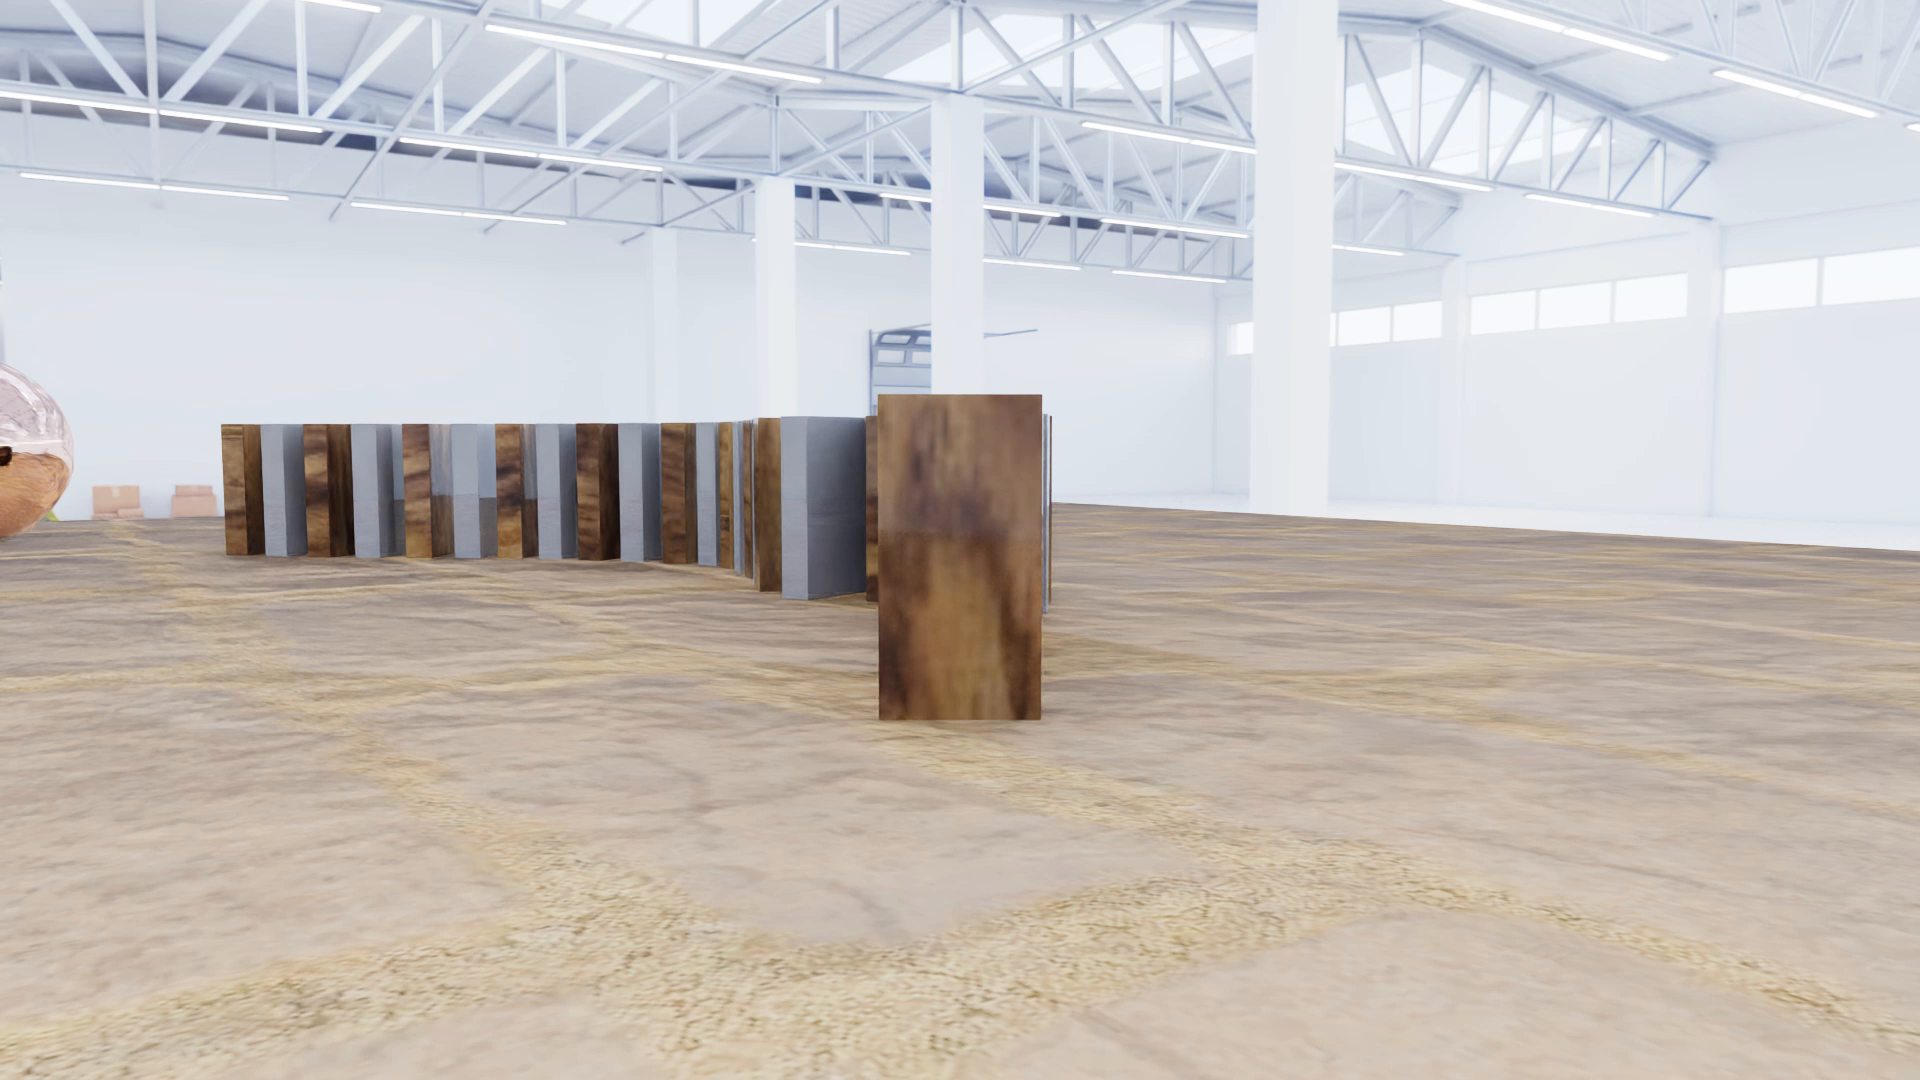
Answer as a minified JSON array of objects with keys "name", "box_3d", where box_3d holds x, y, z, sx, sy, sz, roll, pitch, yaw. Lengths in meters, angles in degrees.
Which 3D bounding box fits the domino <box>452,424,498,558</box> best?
[{"name":"domino","box_3d":[-0.184,-0.019,0.489,0.009,0.050,0.025,0,4,0]}]

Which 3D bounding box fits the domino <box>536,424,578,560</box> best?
[{"name":"domino","box_3d":[-0.148,-0.019,0.485,0.009,0.050,0.025,1,4,16]}]

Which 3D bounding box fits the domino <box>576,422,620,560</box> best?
[{"name":"domino","box_3d":[-0.131,-0.018,0.479,0.010,0.050,0.025,2,5,21]}]

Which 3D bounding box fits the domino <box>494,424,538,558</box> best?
[{"name":"domino","box_3d":[-0.166,-0.019,0.489,0.009,0.050,0.025,1,4,8]}]

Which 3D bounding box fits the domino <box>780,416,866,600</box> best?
[{"name":"domino","box_3d":[-0.038,-0.009,0.360,0.009,0.050,0.025,3,5,36]}]

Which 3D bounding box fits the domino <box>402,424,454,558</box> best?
[{"name":"domino","box_3d":[-0.202,-0.019,0.489,0.010,0.050,0.025,0,4,-1]}]

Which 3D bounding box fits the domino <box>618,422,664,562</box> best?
[{"name":"domino","box_3d":[-0.114,-0.018,0.472,0.009,0.050,0.025,2,5,19]}]

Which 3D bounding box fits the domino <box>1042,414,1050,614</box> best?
[{"name":"domino","box_3d":[0.010,-0.007,0.327,0.025,0.050,0.010,1,4,7]}]

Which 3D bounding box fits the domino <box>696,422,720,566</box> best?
[{"name":"domino","box_3d":[-0.081,-0.017,0.458,0.009,0.050,0.025,3,5,38]}]

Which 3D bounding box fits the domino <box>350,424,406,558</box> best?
[{"name":"domino","box_3d":[-0.220,-0.019,0.489,0.009,0.050,0.025,0,4,4]}]

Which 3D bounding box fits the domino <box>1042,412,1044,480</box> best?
[{"name":"domino","box_3d":[0.007,-0.006,0.309,0.025,0.050,0.009,1,4,11]}]

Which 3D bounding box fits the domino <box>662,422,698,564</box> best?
[{"name":"domino","box_3d":[-0.097,-0.017,0.466,0.009,0.050,0.025,2,5,22]}]

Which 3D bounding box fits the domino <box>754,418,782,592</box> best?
[{"name":"domino","box_3d":[-0.047,-0.011,0.375,0.025,0.050,0.009,-1,4,-17]}]

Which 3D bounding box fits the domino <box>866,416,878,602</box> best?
[{"name":"domino","box_3d":[-0.020,-0.009,0.356,0.009,0.050,0.025,0,4,0]}]

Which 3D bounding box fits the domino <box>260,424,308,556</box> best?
[{"name":"domino","box_3d":[-0.256,-0.020,0.496,0.010,0.050,0.025,1,4,14]}]

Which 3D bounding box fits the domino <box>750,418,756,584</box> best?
[{"name":"domino","box_3d":[-0.051,-0.012,0.393,0.025,0.050,0.009,-1,4,-11]}]

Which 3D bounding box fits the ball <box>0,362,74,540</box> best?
[{"name":"ball","box_3d":[-0.414,-0.037,0.530,0.080,0.080,0.080,0,4,0]}]

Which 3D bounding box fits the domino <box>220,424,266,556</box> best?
[{"name":"domino","box_3d":[-0.273,-0.020,0.500,0.010,0.050,0.025,1,4,12]}]

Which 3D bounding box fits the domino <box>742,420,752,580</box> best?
[{"name":"domino","box_3d":[-0.056,-0.013,0.410,0.025,0.050,0.009,-2,5,-22]}]

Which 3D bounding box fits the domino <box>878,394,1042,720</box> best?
[{"name":"domino","box_3d":[0.000,0.002,0.201,0.025,0.050,0.009,0,4,0]}]

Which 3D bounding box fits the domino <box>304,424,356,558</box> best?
[{"name":"domino","box_3d":[-0.238,-0.019,0.492,0.009,0.050,0.025,1,4,11]}]

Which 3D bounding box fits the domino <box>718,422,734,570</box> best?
[{"name":"domino","box_3d":[-0.069,-0.016,0.444,0.025,0.050,0.010,-2,5,-29]}]

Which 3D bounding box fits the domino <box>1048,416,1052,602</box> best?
[{"name":"domino","box_3d":[0.011,-0.008,0.344,0.025,0.050,0.009,-1,4,-14]}]

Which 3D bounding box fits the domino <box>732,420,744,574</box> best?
[{"name":"domino","box_3d":[-0.062,-0.015,0.427,0.025,0.050,0.009,-2,5,-21]}]
